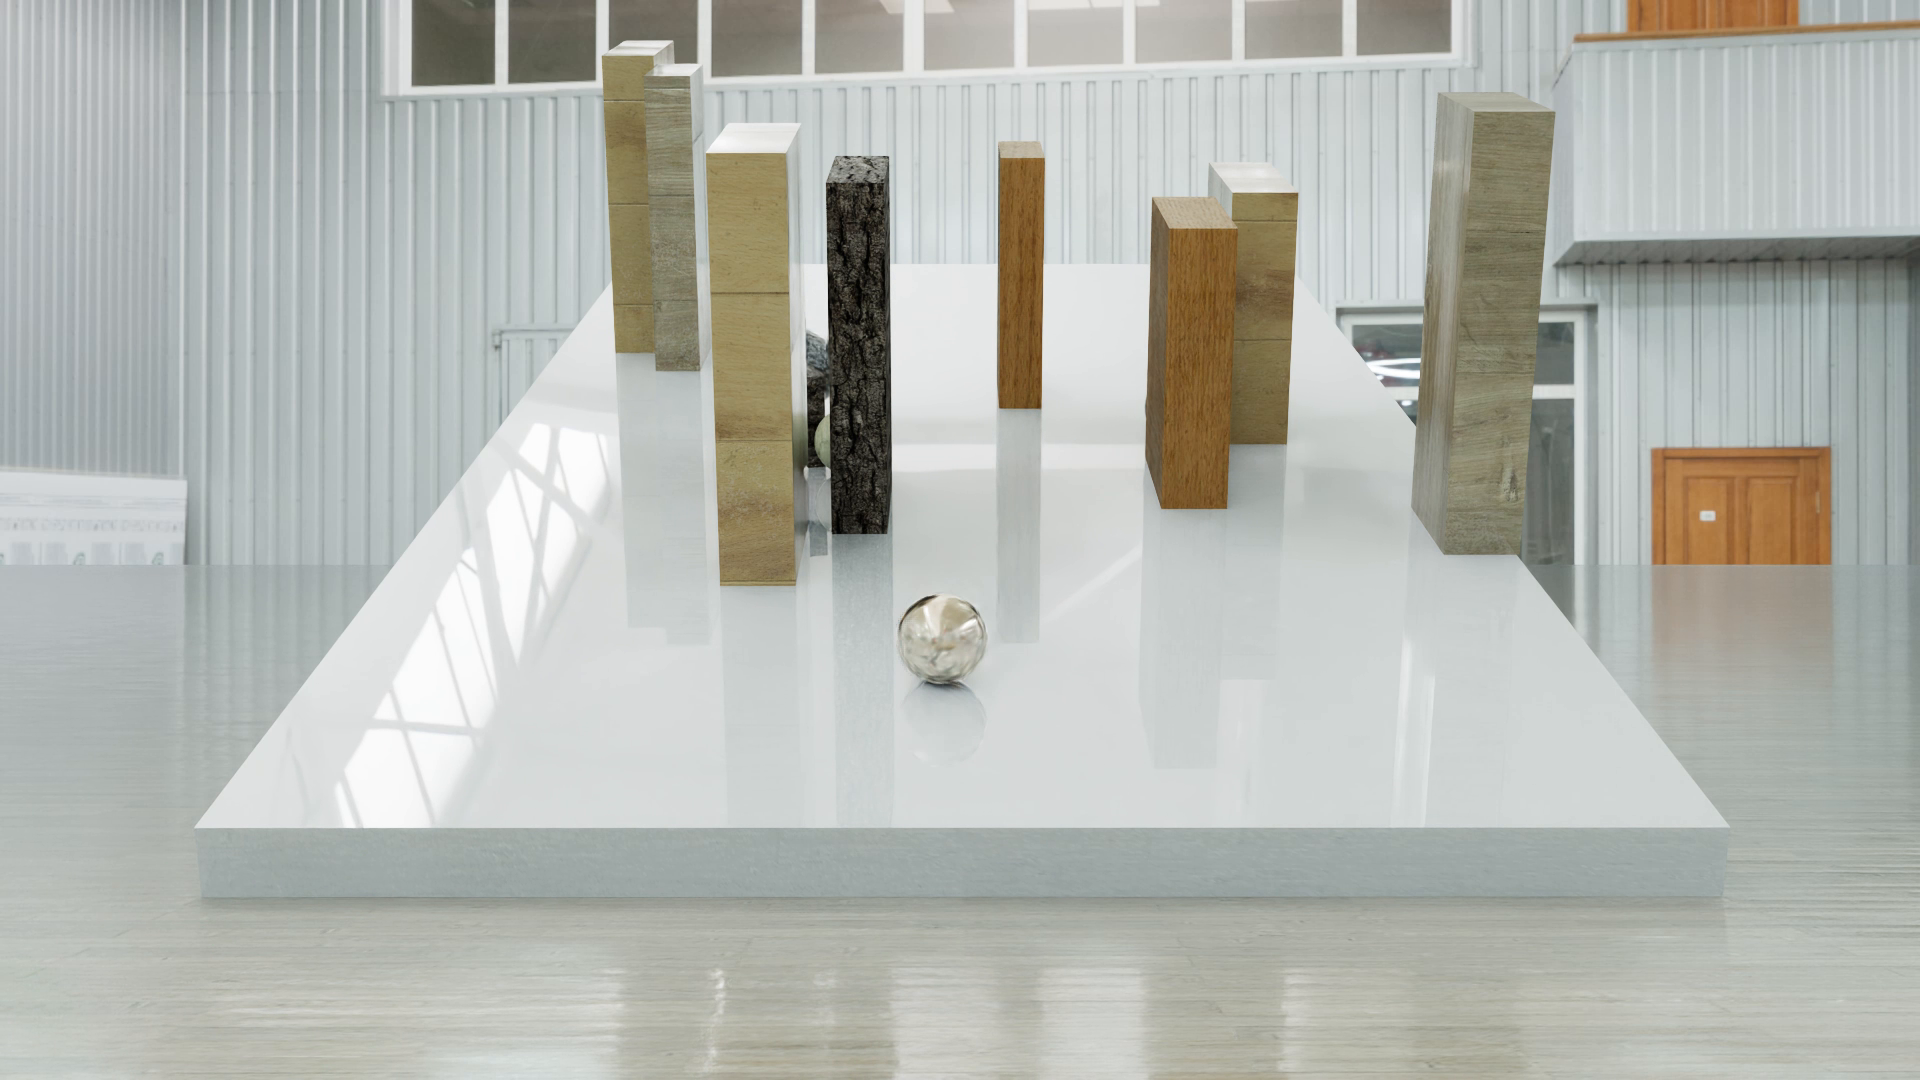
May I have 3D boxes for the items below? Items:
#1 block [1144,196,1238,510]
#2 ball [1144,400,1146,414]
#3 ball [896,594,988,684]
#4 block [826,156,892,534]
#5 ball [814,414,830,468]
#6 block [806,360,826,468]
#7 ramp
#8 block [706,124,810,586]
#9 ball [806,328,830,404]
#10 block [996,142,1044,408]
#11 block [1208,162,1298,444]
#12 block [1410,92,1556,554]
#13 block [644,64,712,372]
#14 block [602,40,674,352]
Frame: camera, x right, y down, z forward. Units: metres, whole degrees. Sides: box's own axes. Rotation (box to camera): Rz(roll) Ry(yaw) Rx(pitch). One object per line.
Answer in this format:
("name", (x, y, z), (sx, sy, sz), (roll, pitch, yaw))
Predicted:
("block", (0.449, -0.374, 4.376), (0.126, 0.541, 0.379), (0, 18, 0))
("ball", (0.473, -0.280, 4.694), (0.169, 0.169, 0.169), (0, 0, 0))
("ball", (-0.027, 0.150, 3.384), (0.138, 0.138, 0.138), (0, 0, 0))
("block", (-0.186, -0.372, 4.189), (0.103, 0.648, 0.347), (0, 18, 0))
("ball", (-0.227, -0.199, 4.496), (0.133, 0.133, 0.133), (0, 0, 0))
("block", (-0.393, -0.260, 4.592), (0.190, 0.190, 0.190), (-5, 18, -17))
("ramp", (-0.003, -0.181, 4.825), (2.000, 0.100, 4.000), (0, 18, 0))
("block", (-0.348, -0.333, 3.909), (0.130, 0.741, 0.390), (0, 18, 0))
("ball", (-0.376, -0.371, 4.917), (0.207, 0.207, 0.207), (0, 0, 0))
("block", (0.136, -0.606, 5.071), (0.096, 0.562, 0.276), (0, 18, 0))
("block", (0.626, -0.525, 4.864), (0.136, 0.534, 0.444), (0, 18, 0))
("block", (0.937, -0.394, 4.031), (0.137, 0.788, 0.299), (0, 18, 0))
("block", (-0.679, -0.783, 5.402), (0.107, 0.700, 0.283), (0, 18, 0))
("block", (-0.798, -0.875, 5.647), (0.124, 0.727, 0.410), (0, 18, 0))
